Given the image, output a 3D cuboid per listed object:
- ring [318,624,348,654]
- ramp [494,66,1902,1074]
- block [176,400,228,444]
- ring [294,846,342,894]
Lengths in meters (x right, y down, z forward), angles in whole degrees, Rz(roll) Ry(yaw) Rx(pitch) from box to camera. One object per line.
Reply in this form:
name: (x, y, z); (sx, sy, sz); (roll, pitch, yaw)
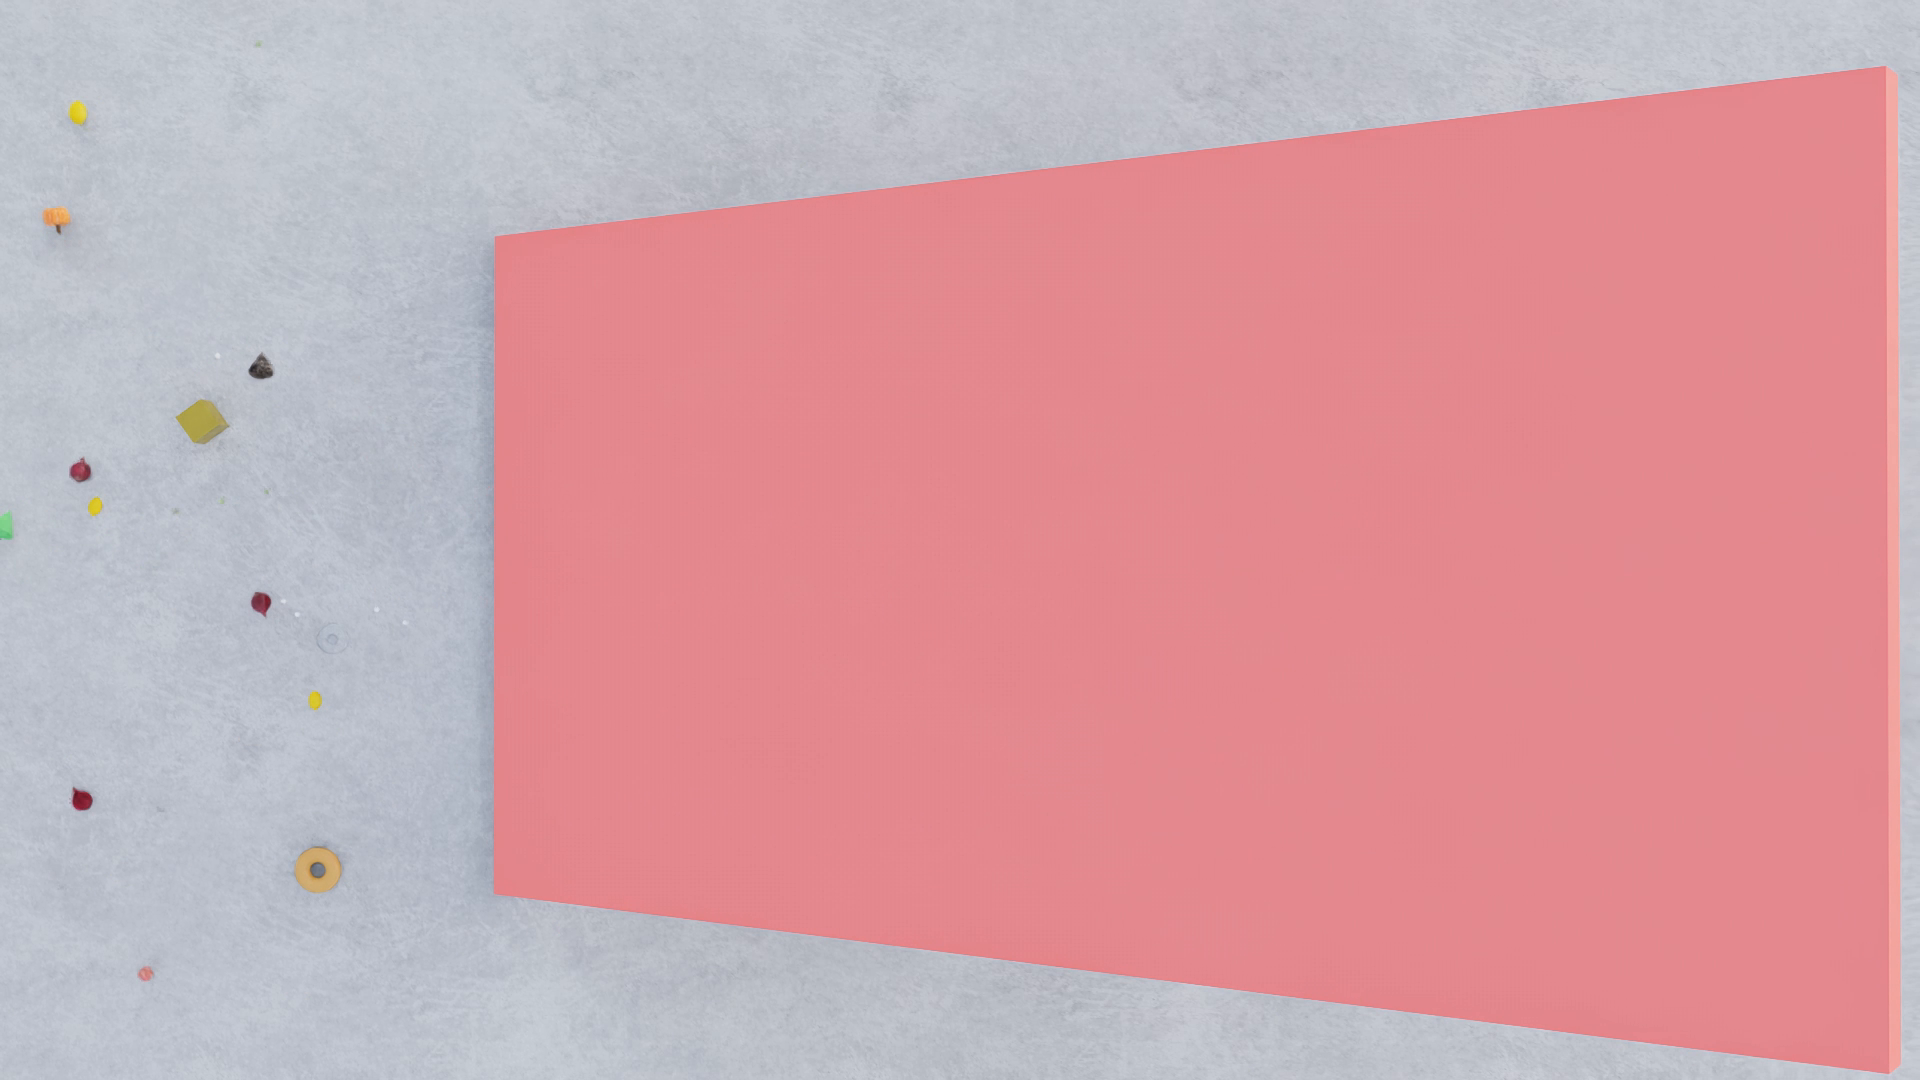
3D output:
ring: (-1.925, 0.304, 6.750); (0.095, 0.032, 0.095); (0, 89, -1)
ramp: (0.241, 0.067, 5.564); (4.000, 0.100, 2.000); (0, 89, 36)
block: (-2.316, -0.361, 6.723); (0.096, 0.096, 0.096); (-36, 90, 0)
ring: (-1.967, 1.011, 6.737); (0.142, 0.047, 0.142); (0, 91, -1)
